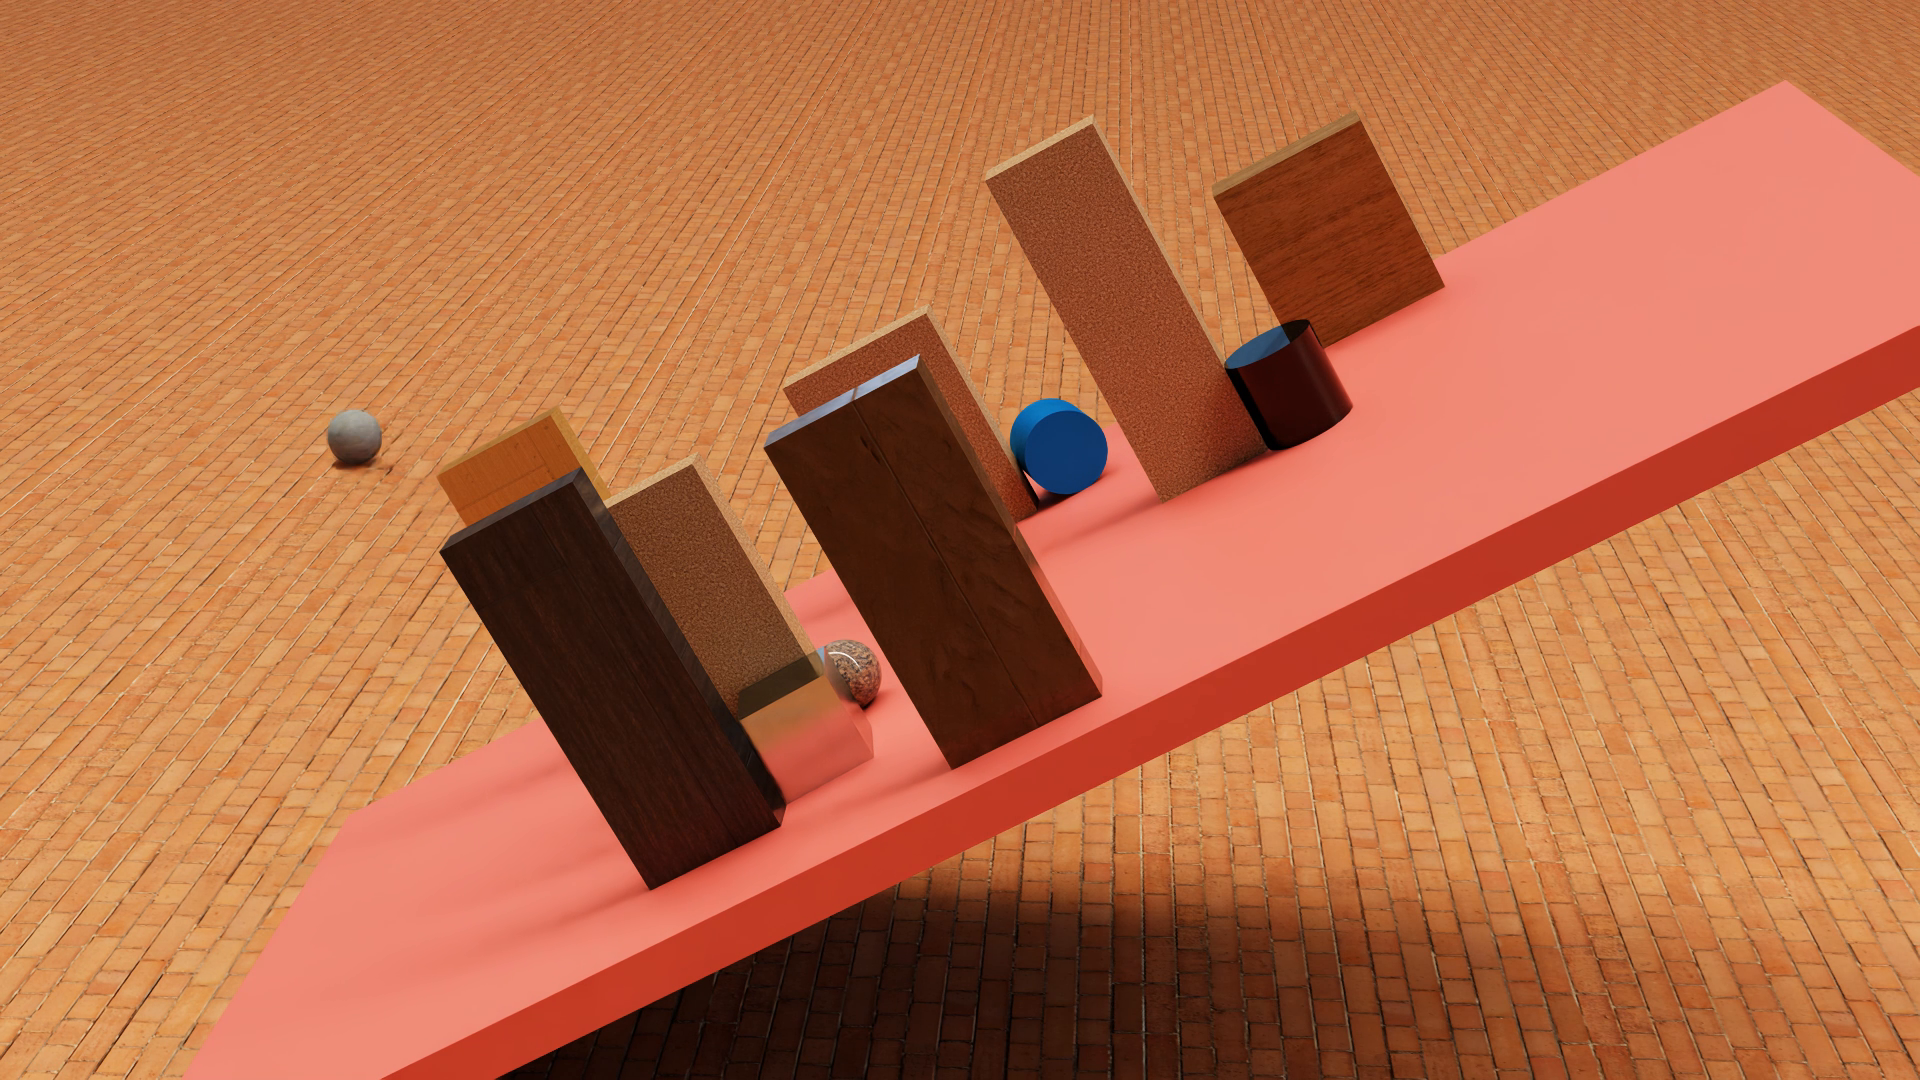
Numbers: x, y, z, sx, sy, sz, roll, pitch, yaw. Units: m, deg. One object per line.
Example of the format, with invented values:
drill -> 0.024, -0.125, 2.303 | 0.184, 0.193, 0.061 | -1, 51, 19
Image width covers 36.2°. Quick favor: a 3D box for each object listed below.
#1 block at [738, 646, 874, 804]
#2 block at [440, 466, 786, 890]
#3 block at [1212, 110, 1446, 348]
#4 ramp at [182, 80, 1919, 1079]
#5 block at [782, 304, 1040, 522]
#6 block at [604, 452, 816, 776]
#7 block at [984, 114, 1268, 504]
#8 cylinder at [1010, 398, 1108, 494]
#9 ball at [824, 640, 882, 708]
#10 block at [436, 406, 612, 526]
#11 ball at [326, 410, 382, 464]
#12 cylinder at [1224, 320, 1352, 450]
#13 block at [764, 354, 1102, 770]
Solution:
block -> -0.308, 0.368, 5.867 | 0.197, 0.197, 0.197 | -29, 14, 4
block -> -0.664, 0.273, 5.682 | 0.297, 0.789, 0.103 | -27, 14, 11
block -> 0.849, -0.703, 6.792 | 0.372, 0.436, 0.142 | -27, 14, 11
ramp -> 0.141, 0.167, 6.282 | 4.000, 0.100, 2.000 | -27, 14, 11
block -> -0.111, -0.221, 6.821 | 0.379, 0.535, 0.099 | -27, 14, 11
block -> -0.543, 0.198, 5.983 | 0.395, 0.653, 0.090 | -27, 14, 11
block -> 0.359, -0.489, 6.275 | 0.255, 0.799, 0.116 | -27, 14, 11
cylinder -> 0.229, -0.219, 6.843 | 0.195, 0.195, 0.195 | -3, 11, -9
ball -> -0.238, 0.282, 6.120 | 0.152, 0.152, 0.152 | 0, 18, 0
block -> -0.873, 0.092, 6.792 | 0.308, 0.756, 0.088 | -27, 14, 11
ball -> -2.259, -0.384, 10.978 | 0.203, 0.203, 0.203 | 0, 18, 0
cylinder -> 0.701, -0.331, 6.275 | 0.204, 0.204, 0.204 | -28, 14, 8
block -> -0.044, 0.046, 5.410 | 0.316, 0.707, 0.102 | -27, 14, 11
